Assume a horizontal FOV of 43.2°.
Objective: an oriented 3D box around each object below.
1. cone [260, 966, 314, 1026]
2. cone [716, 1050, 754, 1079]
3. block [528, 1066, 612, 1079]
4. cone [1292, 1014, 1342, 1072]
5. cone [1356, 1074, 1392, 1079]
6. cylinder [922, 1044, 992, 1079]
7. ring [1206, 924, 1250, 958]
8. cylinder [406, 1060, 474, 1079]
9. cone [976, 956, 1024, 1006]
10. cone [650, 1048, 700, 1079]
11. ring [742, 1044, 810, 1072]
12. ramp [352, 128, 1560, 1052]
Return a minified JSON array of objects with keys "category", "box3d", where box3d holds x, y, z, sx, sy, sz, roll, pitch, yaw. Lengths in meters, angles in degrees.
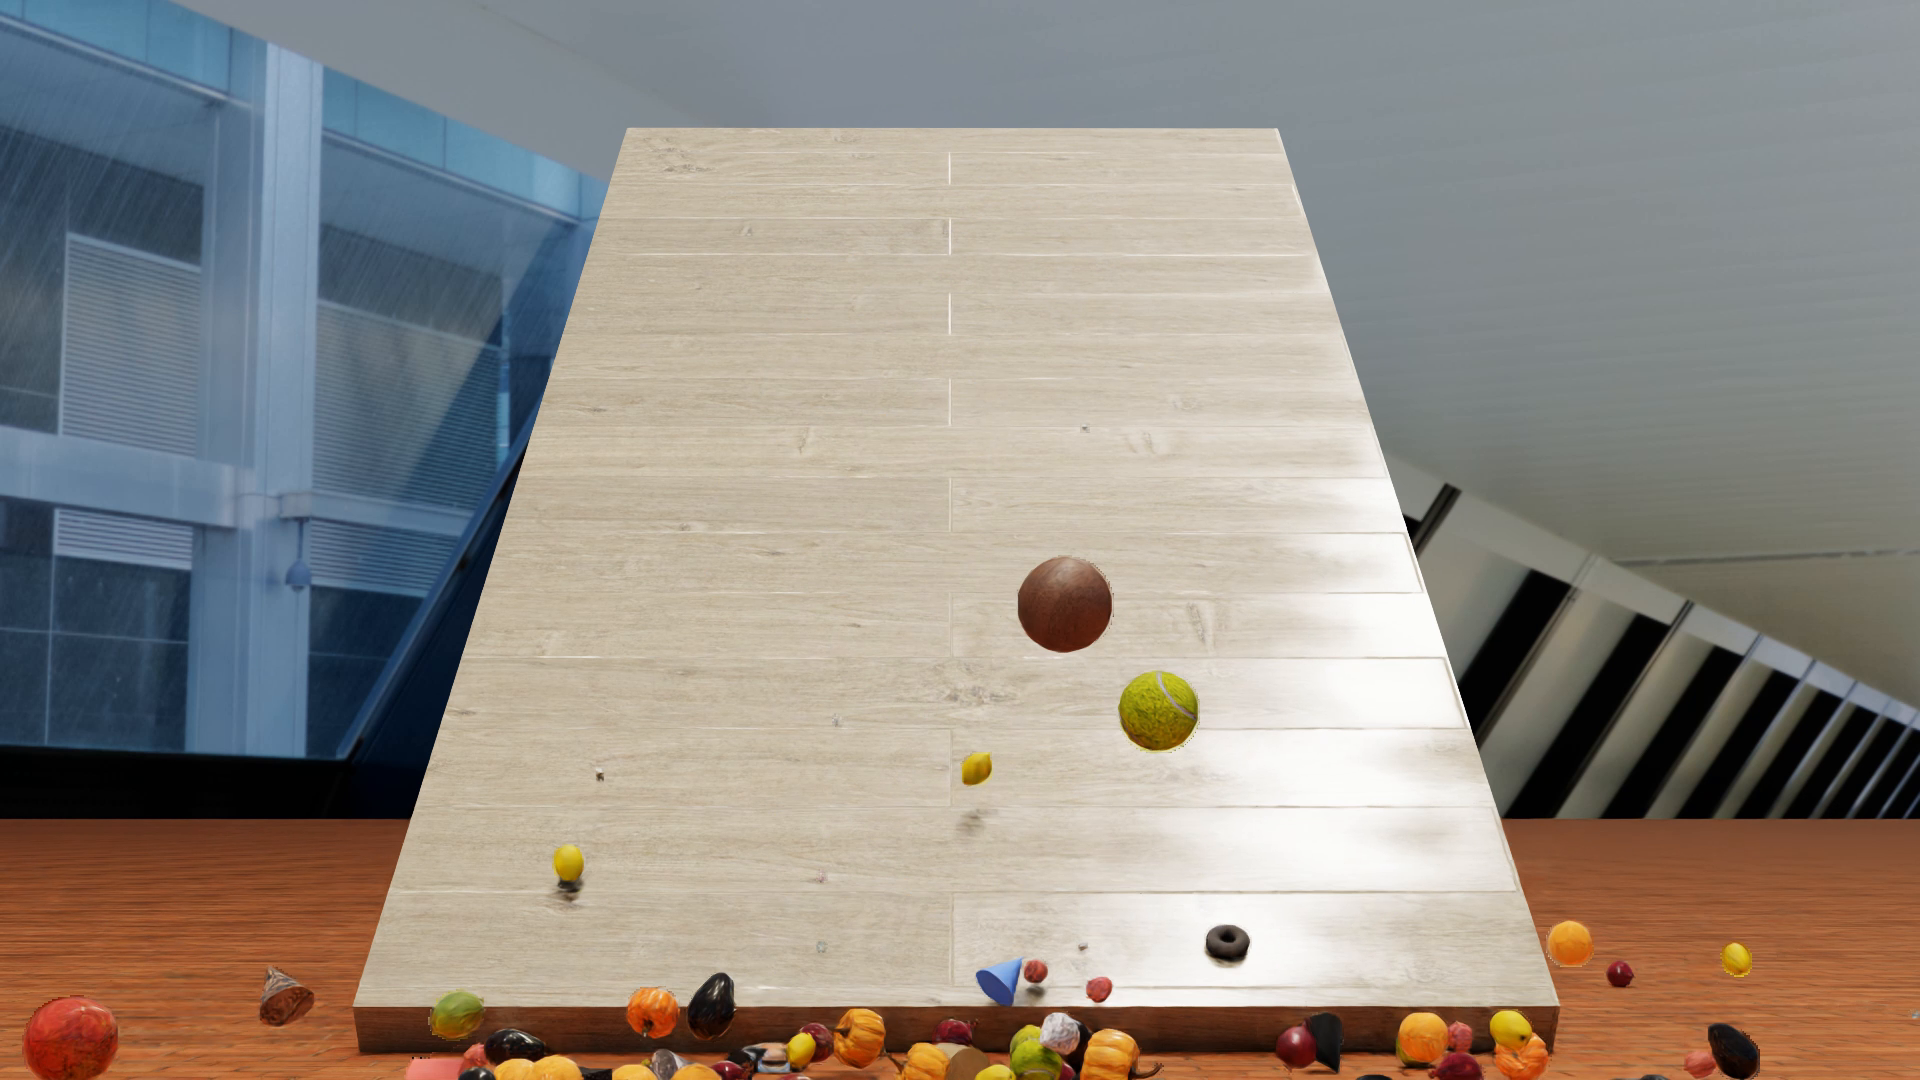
[{"category":"cone","box3d":[-1.032,0.674,3.667,0.085,0.085,0.085,6,34,-42]},{"category":"cone","box3d":[-0.336,0.765,3.501,0.054,0.054,0.054,-13,-14,43]},{"category":"block","box3d":[-0.489,0.704,3.042,0.076,0.076,0.076,-2,-7,22]},{"category":"cone","box3d":[0.565,0.789,3.730,0.085,0.085,0.085,3,32,-21]},{"category":"cone","box3d":[0.514,0.719,3.023,0.082,0.082,0.082,0,-32,3]},{"category":"cylinder","box3d":[-0.004,0.748,3.420,0.072,0.072,0.072,4,-16,-32]},{"category":"ring","box3d":[0.457,0.685,4.143,0.075,0.025,0.075,0,30,0]},{"category":"cylinder","box3d":[-0.695,0.729,3.242,0.069,0.069,0.069,-1,-6,8]},{"category":"cone","box3d":[0.081,0.716,4.019,0.078,0.078,0.078,-42,19,-32]},{"category":"cone","box3d":[-0.398,0.757,3.469,0.064,0.064,0.064,5,-8,-44]},{"category":"ring","box3d":[-0.289,0.807,3.779,0.113,0.038,0.113,2,-6,0]},{"category":"ramp","box3d":[-0.014,-0.204,5.762,2.000,0.100,4.000,0,31,0]}]
